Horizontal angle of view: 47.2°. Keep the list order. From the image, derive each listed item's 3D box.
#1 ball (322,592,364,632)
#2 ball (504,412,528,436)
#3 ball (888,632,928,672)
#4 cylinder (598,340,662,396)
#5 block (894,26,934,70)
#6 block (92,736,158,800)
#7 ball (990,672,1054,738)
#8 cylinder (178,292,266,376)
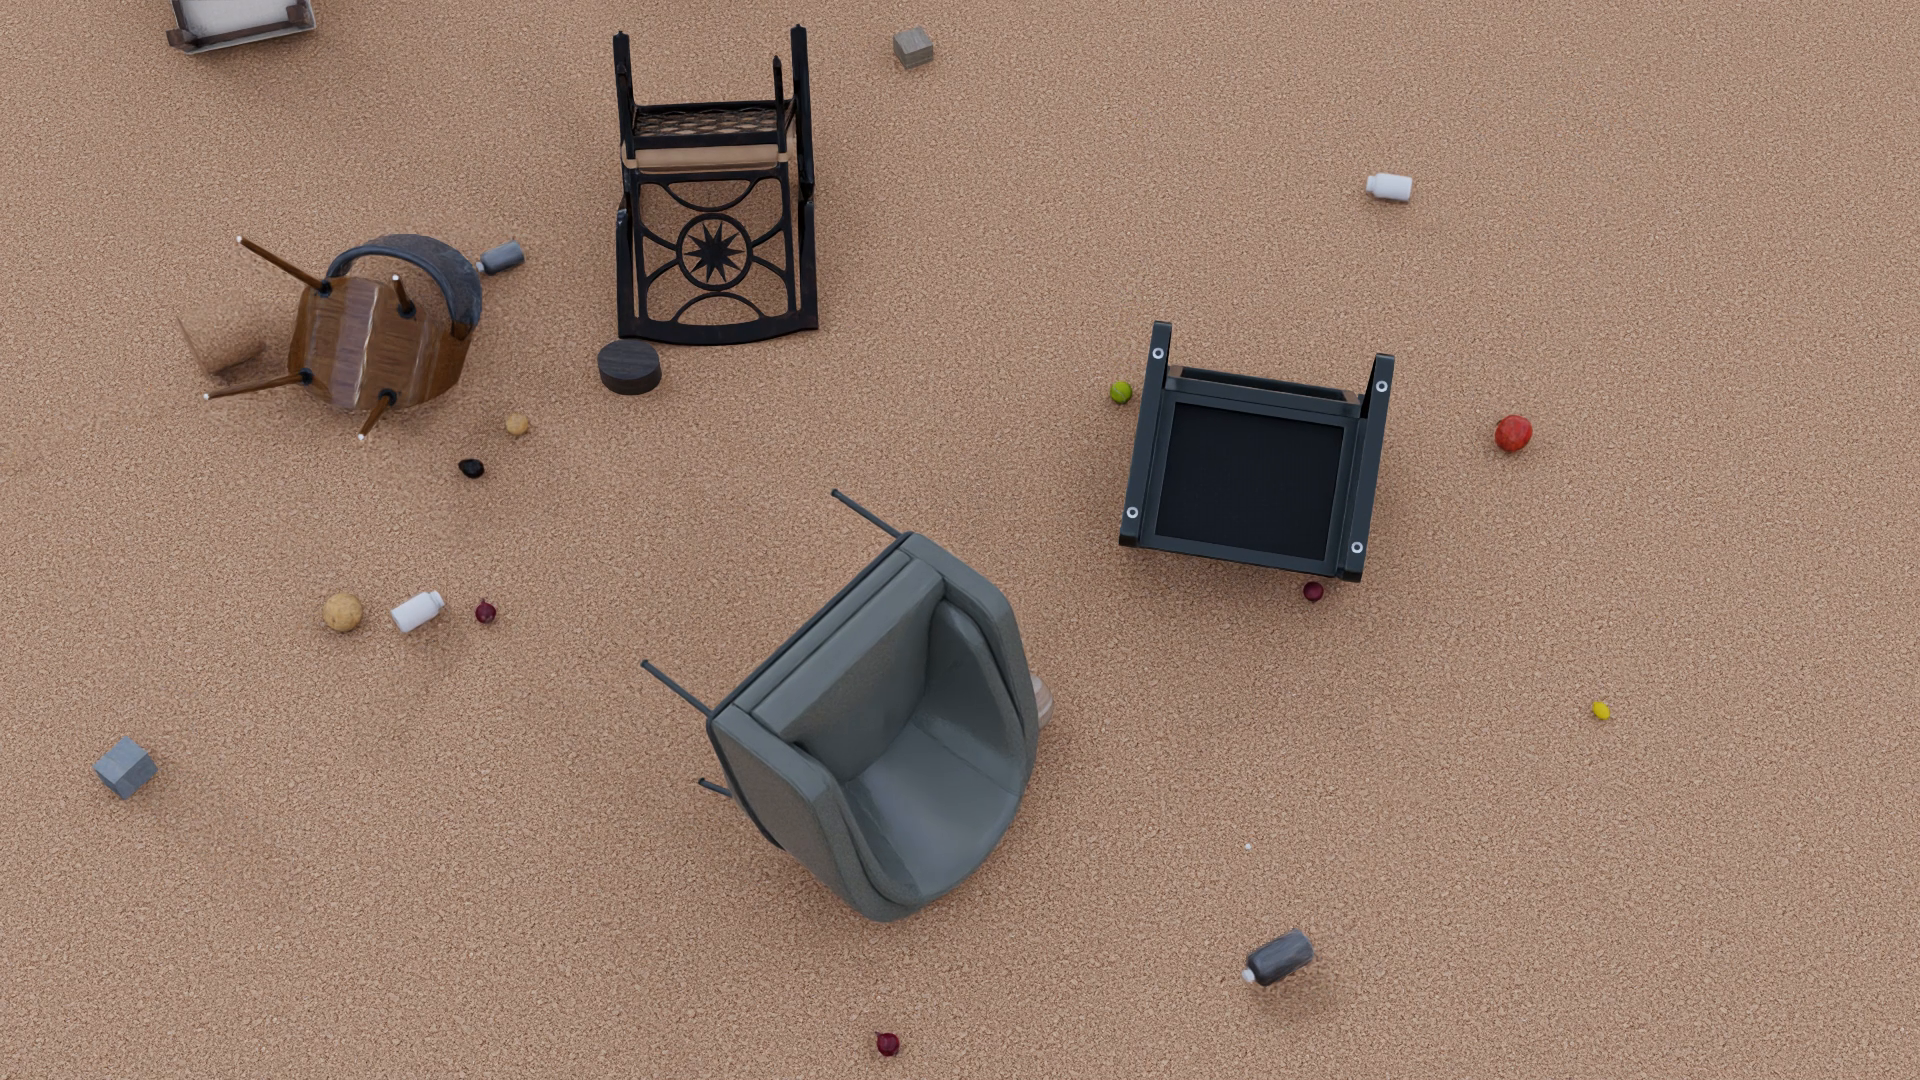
[{"bbox_3d":[-1.787,0.208,6.366,0.113,0.113,0.113,0,56,0],"label":"ball"},{"bbox_3d":[-1.366,-0.357,6.770,0.072,0.072,0.072,0,56,0],"label":"ball"},{"bbox_3d":[-0.148,0.320,6.290,0.115,0.115,0.115,0,56,0],"label":"ball"},{"bbox_3d":[-1.035,-0.541,6.888,0.194,0.081,0.161,8,56,5],"label":"cylinder"},{"bbox_3d":[-0.163,-1.718,7.681,0.106,0.076,0.104,-22,59,-14],"label":"block"},{"bbox_3d":[-2.310,0.632,6.089,0.089,0.102,0.121,32,62,20],"label":"block"},{"bbox_3d":[0.172,0.461,6.155,0.182,0.182,0.182,0,56,0],"label":"ball"},{"bbox_3d":[-2.305,-0.643,6.872,0.194,0.199,0.252,-27,20,-17],"label":"cylinder"}]
